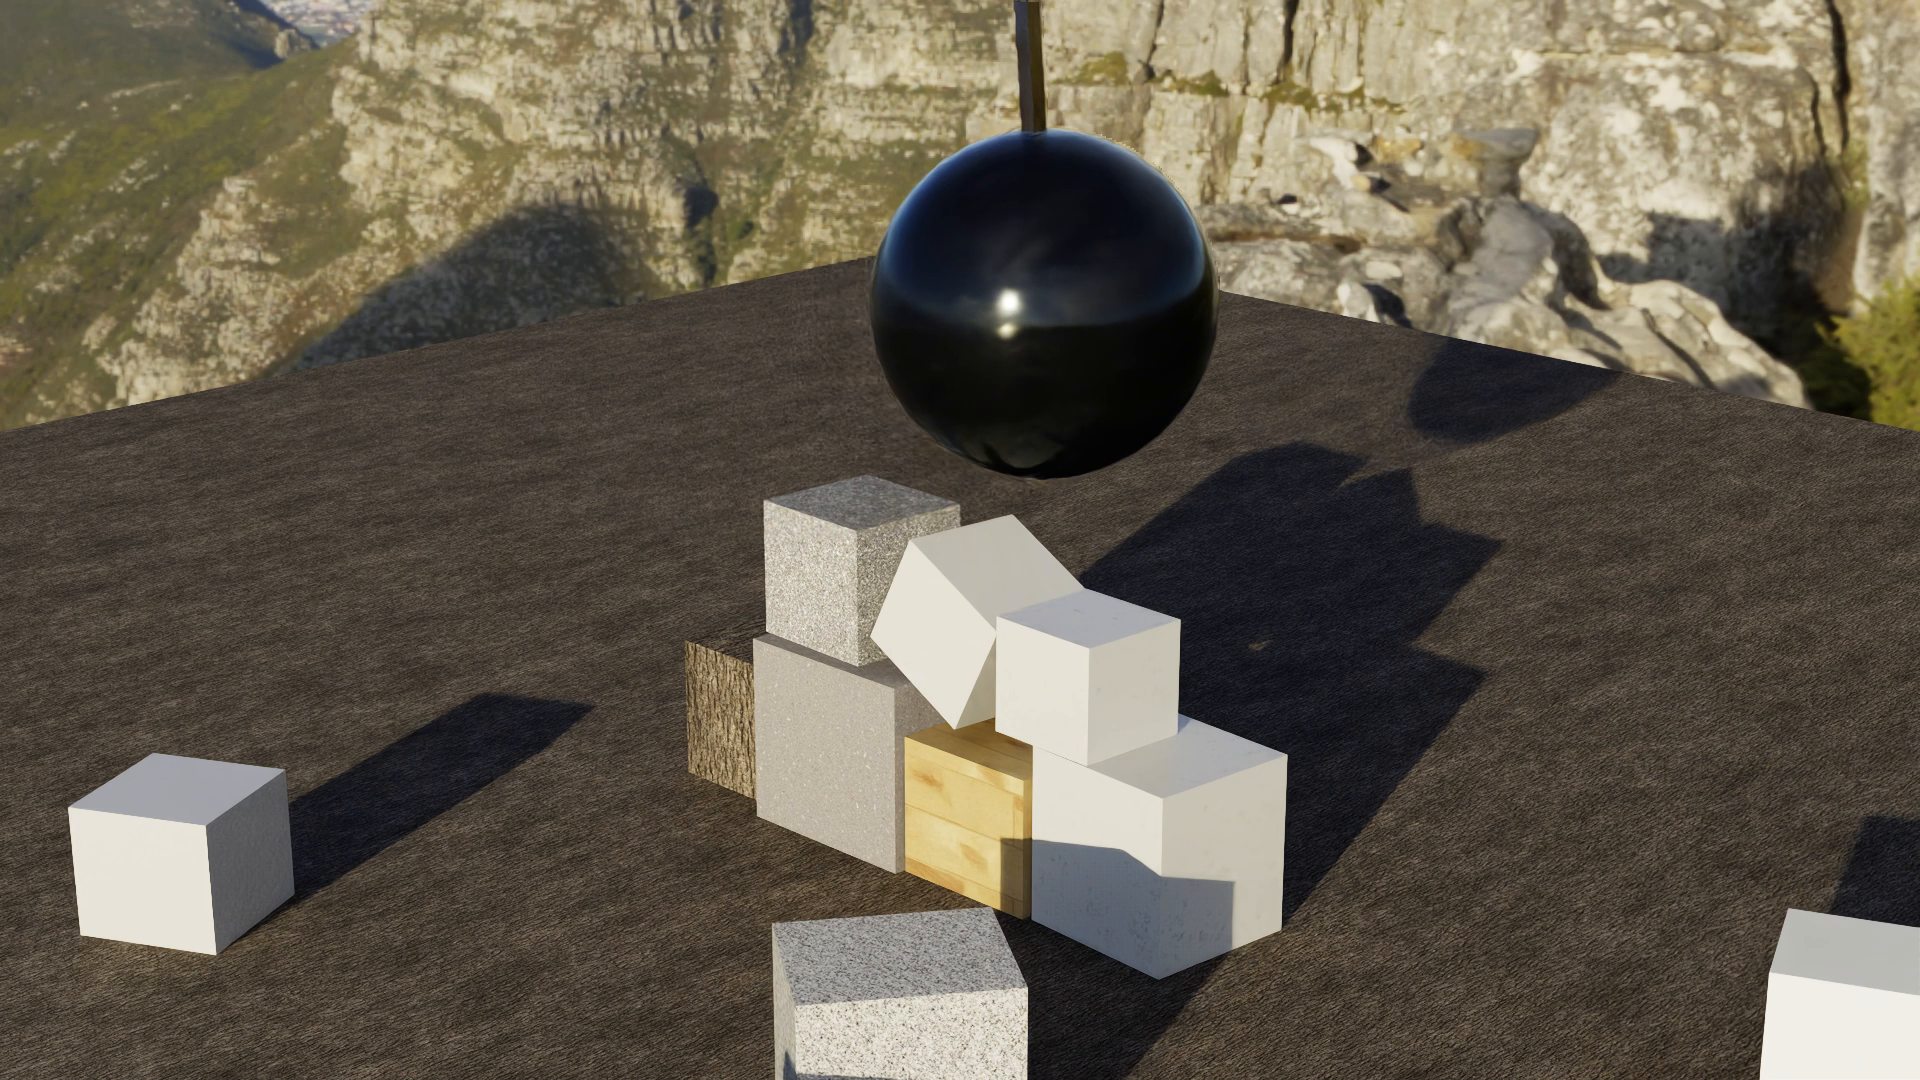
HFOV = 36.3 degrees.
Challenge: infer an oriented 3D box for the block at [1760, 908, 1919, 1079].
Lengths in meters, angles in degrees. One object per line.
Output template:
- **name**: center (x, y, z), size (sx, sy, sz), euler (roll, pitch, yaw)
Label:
- **block**: center (3.482, 1.875, 11.376), size (0.641, 0.601, 0.623), euler (7, 19, 20)

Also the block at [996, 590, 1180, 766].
- **block**: center (0.557, 0.593, 12.810), size (0.562, 0.532, 0.567), euler (-15, 23, -41)

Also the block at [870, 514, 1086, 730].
- **block**: center (0.109, 0.365, 13.309), size (0.634, 0.588, 0.646), euler (-14, 49, -41)

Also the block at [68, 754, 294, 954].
- **block**: center (-3.429, 1.377, 12.957), size (0.674, 0.603, 0.667), euler (5, 18, 17)

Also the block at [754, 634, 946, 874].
- **block**: center (-0.326, 0.906, 13.952), size (0.879, 0.905, 0.963), euler (-17, 24, -42)

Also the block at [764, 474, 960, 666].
- **block**: center (-0.459, 0.132, 13.817), size (0.641, 0.652, 0.666), euler (-15, 23, -40)

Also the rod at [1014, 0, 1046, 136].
- **rod**: center (0.166, -4.244, 12.182), size (0.080, 5.200, 0.080), euler (17, 29, 42)

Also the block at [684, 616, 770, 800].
- **block**: center (-0.885, 0.824, 14.554), size (0.675, 0.700, 0.656), euler (-17, 24, -42)

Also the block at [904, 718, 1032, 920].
- **block**: center (0.288, 1.205, 13.407), size (0.777, 0.662, 0.746), euler (-17, 24, -42)

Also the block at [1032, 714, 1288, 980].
- **block**: center (0.865, 1.304, 12.818), size (0.756, 0.826, 0.799), euler (-15, 23, -39)

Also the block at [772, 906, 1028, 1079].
- **block**: center (-0.231, 1.917, 10.836), size (0.834, 0.844, 0.697), euler (-3, 18, -10)

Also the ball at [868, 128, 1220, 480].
- **ball**: center (0.383, -1.079, 13.404), size (1.600, 1.600, 1.600), euler (0, 17, 0)
